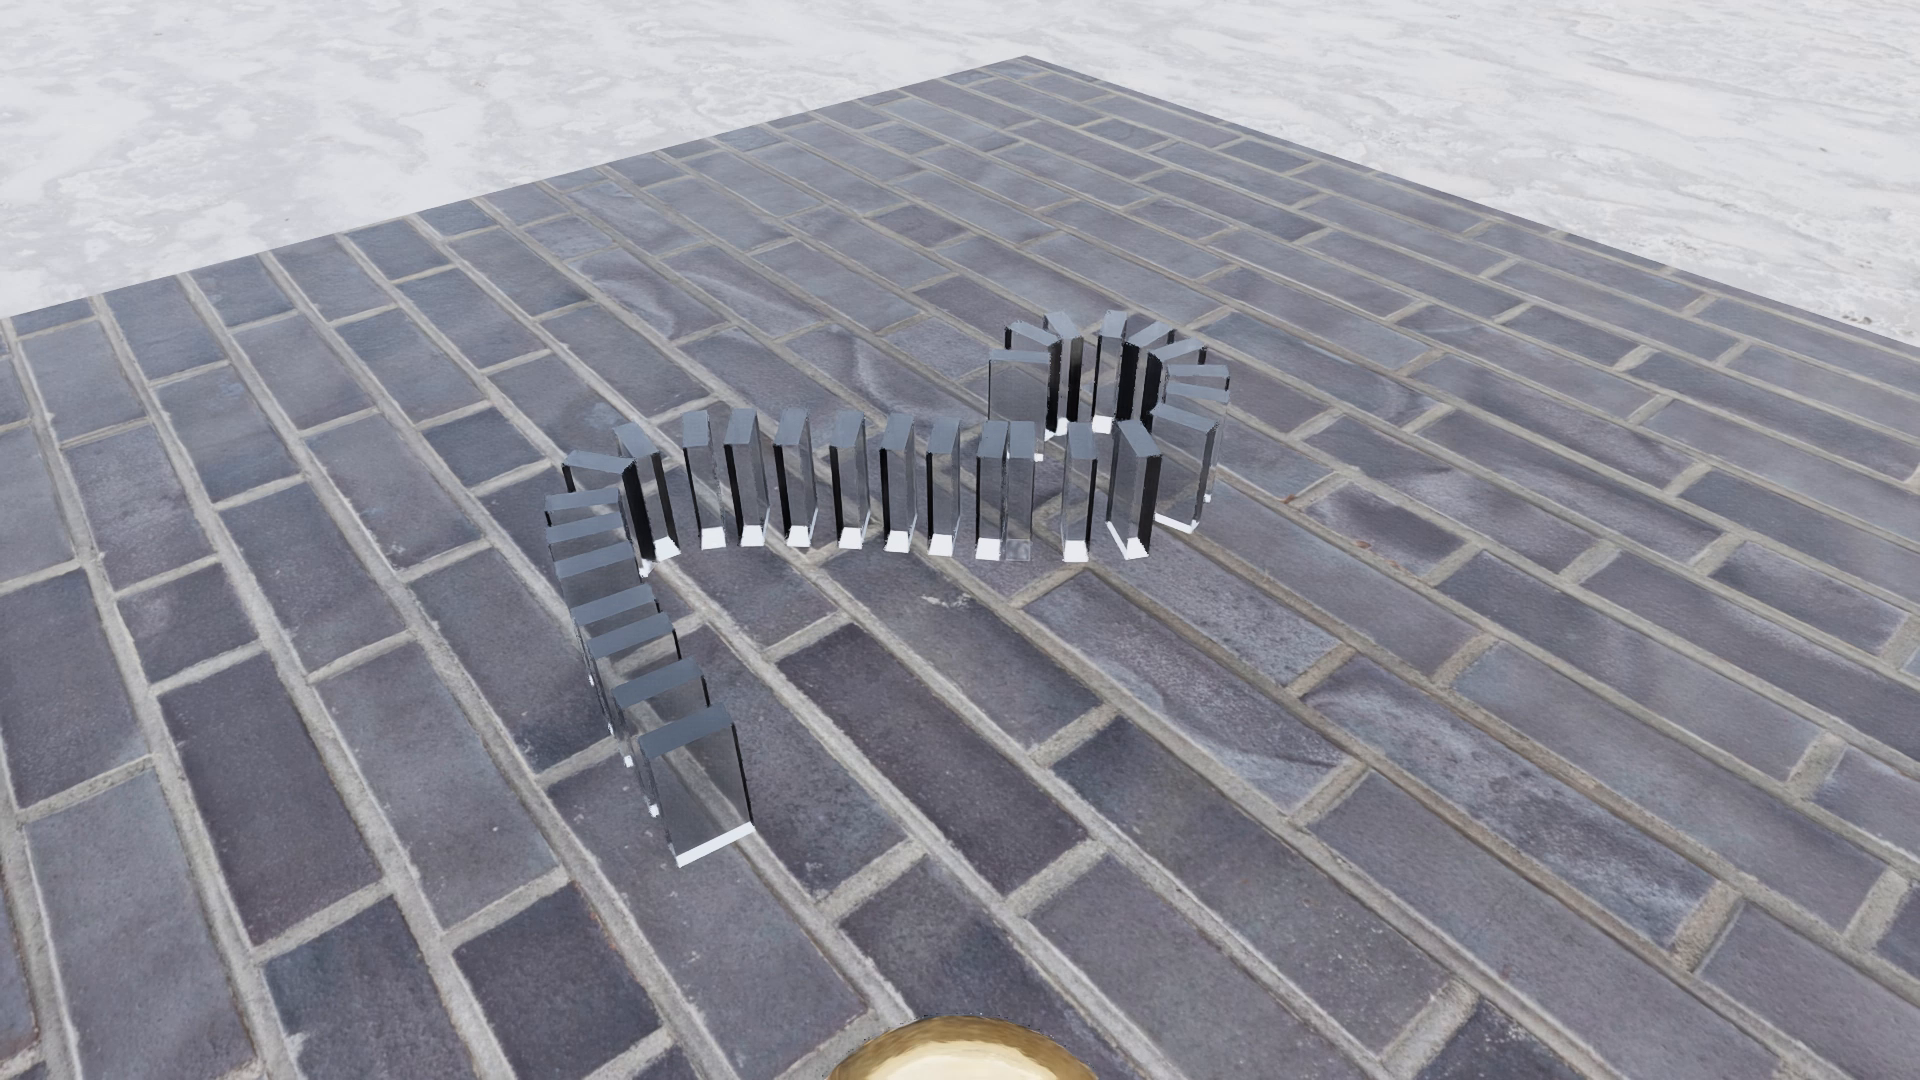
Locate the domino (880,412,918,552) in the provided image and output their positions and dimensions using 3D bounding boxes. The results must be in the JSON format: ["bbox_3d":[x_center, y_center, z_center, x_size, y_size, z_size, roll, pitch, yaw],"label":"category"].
[{"bbox_3d":[-0.024,-0.022,0.439,0.009,0.050,0.025,4,40,5],"label":"domino"}]

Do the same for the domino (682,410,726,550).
[{"bbox_3d":[-0.102,-0.024,0.441,0.010,0.050,0.025,-7,40,-8],"label":"domino"}]

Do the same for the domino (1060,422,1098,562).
[{"bbox_3d":[0.046,-0.019,0.434,0.010,0.050,0.025,0,39,0],"label":"domino"}]

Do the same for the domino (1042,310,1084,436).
[{"bbox_3d":[0.046,-0.076,0.504,0.009,0.050,0.025,-11,41,-13],"label":"domino"}]

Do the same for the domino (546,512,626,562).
[{"bbox_3d":[-0.129,0.015,0.393,0.025,0.050,0.010,-15,42,-17],"label":"domino"}]

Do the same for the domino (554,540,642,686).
[{"bbox_3d":[-0.121,0.026,0.380,0.025,0.050,0.009,-18,43,-21],"label":"domino"}]

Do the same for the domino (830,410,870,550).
[{"bbox_3d":[-0.044,-0.024,0.441,0.009,0.050,0.025,3,39,4],"label":"domino"}]

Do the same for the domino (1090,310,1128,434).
[{"bbox_3d":[0.068,-0.077,0.506,0.009,0.050,0.025,10,40,11],"label":"domino"}]

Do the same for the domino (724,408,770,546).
[{"bbox_3d":[-0.085,-0.025,0.442,0.009,0.050,0.025,-1,39,-1],"label":"domino"}]

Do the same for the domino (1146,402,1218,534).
[{"bbox_3d":[0.087,-0.029,0.447,0.025,0.050,0.010,23,45,26],"label":"domino"}]

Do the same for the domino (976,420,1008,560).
[{"bbox_3d":[0.013,-0.019,0.435,0.010,0.050,0.025,5,40,6],"label":"domino"}]

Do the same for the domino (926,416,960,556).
[{"bbox_3d":[-0.006,-0.021,0.437,0.009,0.050,0.025,5,40,6],"label":"domino"}]

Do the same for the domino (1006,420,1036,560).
[{"bbox_3d":[0.024,-0.019,0.435,0.009,0.050,0.025,2,39,2],"label":"domino"}]

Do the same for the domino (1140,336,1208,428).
[{"bbox_3d":[0.094,-0.063,0.488,0.025,0.050,0.010,-21,44,-24],"label":"domino"}]

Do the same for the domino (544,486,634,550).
[{"bbox_3d":[-0.134,0.005,0.406,0.025,0.050,0.009,-8,40,-9],"label":"domino"}]

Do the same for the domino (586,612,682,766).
[{"bbox_3d":[-0.101,0.048,0.352,0.025,0.050,0.010,-22,44,-24],"label":"domino"}]

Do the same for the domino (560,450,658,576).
[{"bbox_3d":[-0.134,-0.010,0.423,0.025,0.050,0.009,10,40,12],"label":"domino"}]

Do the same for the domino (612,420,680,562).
[{"bbox_3d":[-0.124,-0.019,0.435,0.009,0.050,0.025,-23,44,-25],"label":"domino"}]

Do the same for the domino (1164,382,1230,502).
[{"bbox_3d":[0.096,-0.041,0.461,0.025,0.050,0.010,11,41,13],"label":"domino"}]

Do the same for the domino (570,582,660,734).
[{"bbox_3d":[-0.109,0.040,0.363,0.025,0.050,0.009,-20,43,-23],"label":"domino"}]

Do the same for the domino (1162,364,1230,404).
[{"bbox_3d":[0.099,-0.051,0.474,0.025,0.050,0.009,1,39,1],"label":"domino"}]

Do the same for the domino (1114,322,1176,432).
[{"bbox_3d":[0.083,-0.071,0.498,0.010,0.050,0.025,31,49,32],"label":"domino"}]

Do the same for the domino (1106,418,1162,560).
[{"bbox_3d":[0.068,-0.020,0.436,0.010,0.050,0.025,-9,40,-10],"label":"domino"}]

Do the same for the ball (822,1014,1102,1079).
[{"bbox_3d":[0.000,0.138,0.219,0.080,0.080,0.080,0,39,0],"label":"ball"}]

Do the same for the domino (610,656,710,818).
[{"bbox_3d":[-0.088,0.061,0.337,0.025,0.050,0.009,-22,44,-25],"label":"domino"}]

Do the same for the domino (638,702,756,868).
[{"bbox_3d":[-0.076,0.072,0.323,0.025,0.050,0.009,-22,44,-24],"label":"domino"}]

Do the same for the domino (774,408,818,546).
[{"bbox_3d":[-0.065,-0.025,0.442,0.009,0.050,0.025,2,39,2],"label":"domino"}]

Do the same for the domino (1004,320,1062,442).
[{"bbox_3d":[0.032,-0.072,0.499,0.025,0.050,0.009,31,49,33],"label":"domino"}]

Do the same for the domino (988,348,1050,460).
[{"bbox_3d":[0.025,-0.059,0.483,0.025,0.050,0.009,5,40,6],"label":"domino"}]
